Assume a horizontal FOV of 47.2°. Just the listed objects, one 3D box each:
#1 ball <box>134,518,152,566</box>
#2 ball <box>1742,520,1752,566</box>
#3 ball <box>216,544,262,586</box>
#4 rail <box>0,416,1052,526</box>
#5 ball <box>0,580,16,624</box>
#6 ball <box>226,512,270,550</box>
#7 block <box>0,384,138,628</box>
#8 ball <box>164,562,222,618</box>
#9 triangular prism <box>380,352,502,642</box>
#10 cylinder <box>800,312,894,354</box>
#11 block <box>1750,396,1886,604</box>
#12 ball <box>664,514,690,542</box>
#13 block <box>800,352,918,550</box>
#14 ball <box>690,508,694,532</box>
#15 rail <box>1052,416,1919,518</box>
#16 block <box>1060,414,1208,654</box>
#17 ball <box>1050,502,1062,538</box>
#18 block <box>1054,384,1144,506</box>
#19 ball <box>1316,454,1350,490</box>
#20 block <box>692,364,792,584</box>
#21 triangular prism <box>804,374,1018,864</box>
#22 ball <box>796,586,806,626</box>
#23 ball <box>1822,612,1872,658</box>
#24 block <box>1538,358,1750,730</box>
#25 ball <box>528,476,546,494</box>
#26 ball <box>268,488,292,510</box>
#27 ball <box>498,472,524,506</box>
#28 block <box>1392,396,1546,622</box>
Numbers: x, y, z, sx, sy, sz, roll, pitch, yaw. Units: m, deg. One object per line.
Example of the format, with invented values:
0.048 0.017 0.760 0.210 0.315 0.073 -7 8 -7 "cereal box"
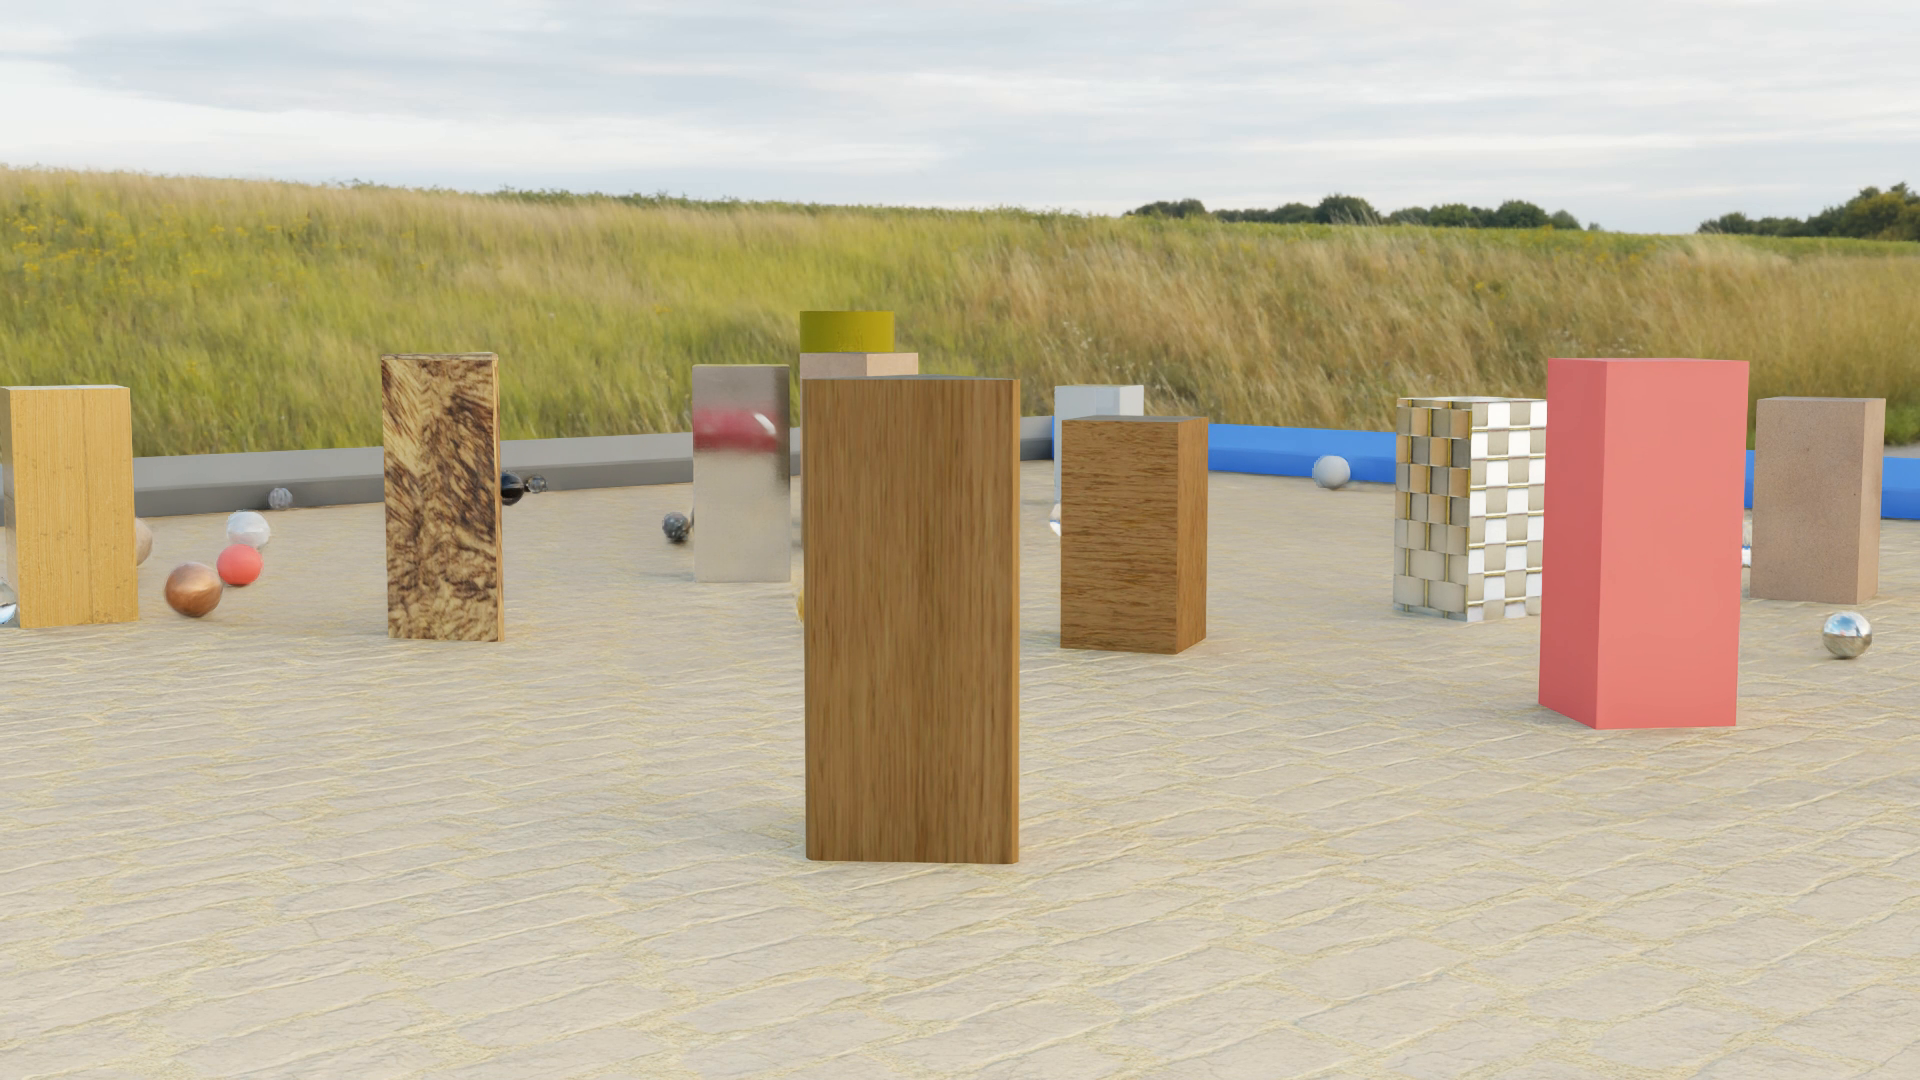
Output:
-1.438 0.005 3.783 0.092 0.092 0.092 0 6 0 "ball"
1.387 0.006 3.833 0.081 0.081 0.081 0 6 0 "ball"
-1.165 0.040 3.555 0.069 0.069 0.069 0 6 0 "ball"
-1.496 -0.135 4.944 4.865 0.128 0.045 -5 8 -42 "rail"
-1.370 0.088 3.107 0.068 0.068 0.068 0 6 0 "ball"
-1.312 -0.015 4.052 0.076 0.076 0.076 0 6 0 "ball"
-1.287 -0.053 3.175 0.157 0.334 0.157 -3 7 -29 "block"
-1.114 0.073 3.198 0.079 0.079 0.079 0 6 0 "ball"
-0.681 -0.064 3.035 0.170 0.386 0.148 2 6 14 "triangular prism"
-0.233 -0.253 4.566 0.197 0.442 0.197 0 6 0 "cylinder"
1.336 -0.066 3.425 0.157 0.307 0.157 4 7 33 "block"
-0.547 -0.024 4.250 0.053 0.053 0.053 0 6 0 "ball"
-0.188 -0.167 4.118 0.157 0.365 0.157 4 7 35 "block"
-0.463 -0.038 4.168 0.098 0.098 0.098 0 6 0 "ball"
1.770 -0.137 4.957 0.045 0.128 4.458 -5 8 -42 "rail"
0.234 -0.012 2.937 0.157 0.301 0.157 2 6 20 "block"
0.214 -0.040 4.285 0.077 0.077 0.077 0 6 0 "ball"
0.319 -0.218 5.049 0.157 0.273 0.157 3 7 24 "block"
0.927 -0.168 5.471 0.086 0.086 0.086 0 6 0 "ball"
-0.363 -0.114 3.665 0.157 0.353 0.157 -1 6 -5 "block"
-0.034 0.059 1.836 0.170 0.390 0.148 0 6 4 "triangular prism"
-0.180 0.090 3.007 0.085 0.085 0.085 0 6 0 "ball"
1.137 0.122 2.818 0.060 0.060 0.060 0 6 0 "ball"
0.745 -0.002 2.410 0.157 0.391 0.157 -1 6 -7 "block"
-1.029 -0.135 5.346 0.045 0.045 0.045 0 6 0 "ball"
-1.512 -0.091 4.893 0.052 0.052 0.052 0 6 0 "ball"
-1.034 -0.116 5.024 0.075 0.075 0.075 0 6 0 "ball"
0.754 -0.050 3.239 0.157 0.315 0.157 -4 7 -31 "block"
